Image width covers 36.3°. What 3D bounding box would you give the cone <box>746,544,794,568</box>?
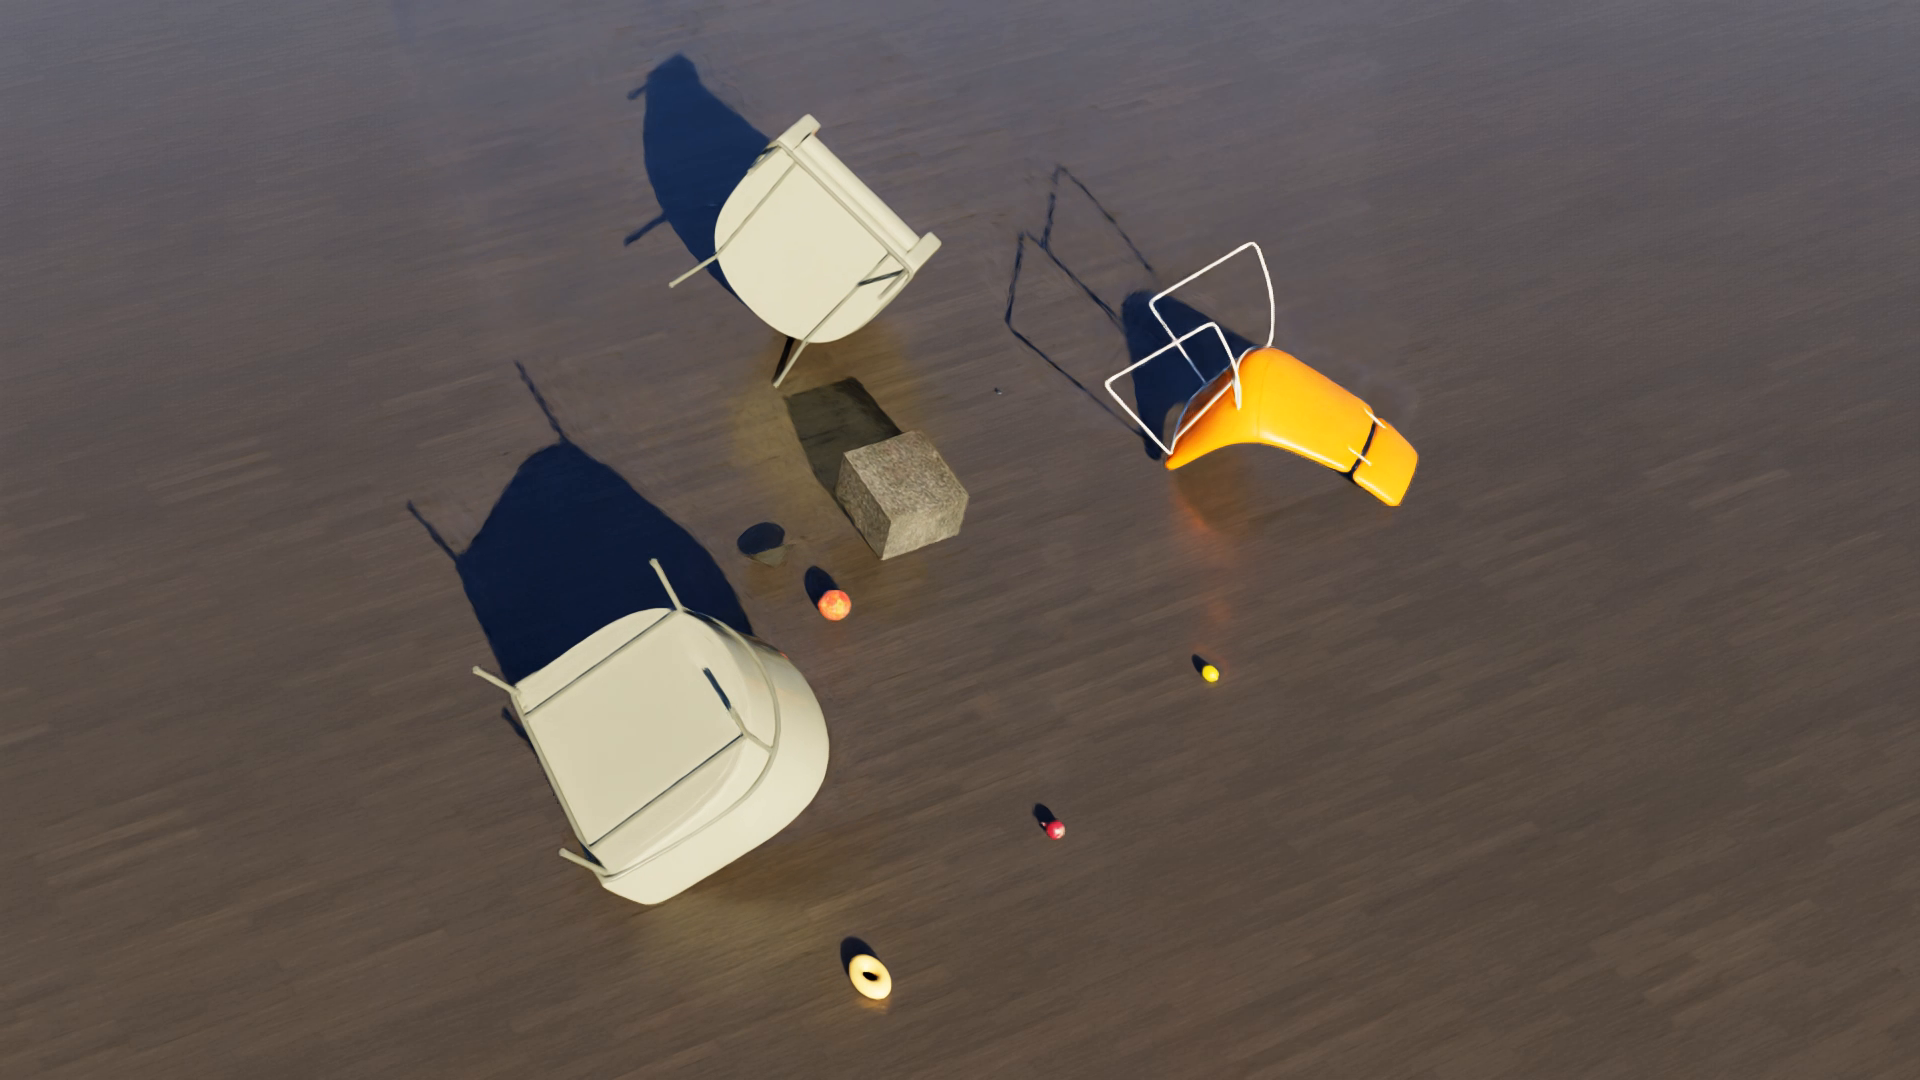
[{"bbox_3d":[-0.685,0.073,10.780,0.190,0.074,0.194,-16,-1,-26],"label":"cone"}]

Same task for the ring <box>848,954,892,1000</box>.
[{"bbox_3d":[-0.274,1.324,8.891,0.112,0.049,0.196,-14,35,-22],"label":"ring"}]

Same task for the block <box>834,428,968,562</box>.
[{"bbox_3d":[-0.220,-0.170,10.896,0.334,0.231,0.353,-19,57,-27],"label":"block"}]
